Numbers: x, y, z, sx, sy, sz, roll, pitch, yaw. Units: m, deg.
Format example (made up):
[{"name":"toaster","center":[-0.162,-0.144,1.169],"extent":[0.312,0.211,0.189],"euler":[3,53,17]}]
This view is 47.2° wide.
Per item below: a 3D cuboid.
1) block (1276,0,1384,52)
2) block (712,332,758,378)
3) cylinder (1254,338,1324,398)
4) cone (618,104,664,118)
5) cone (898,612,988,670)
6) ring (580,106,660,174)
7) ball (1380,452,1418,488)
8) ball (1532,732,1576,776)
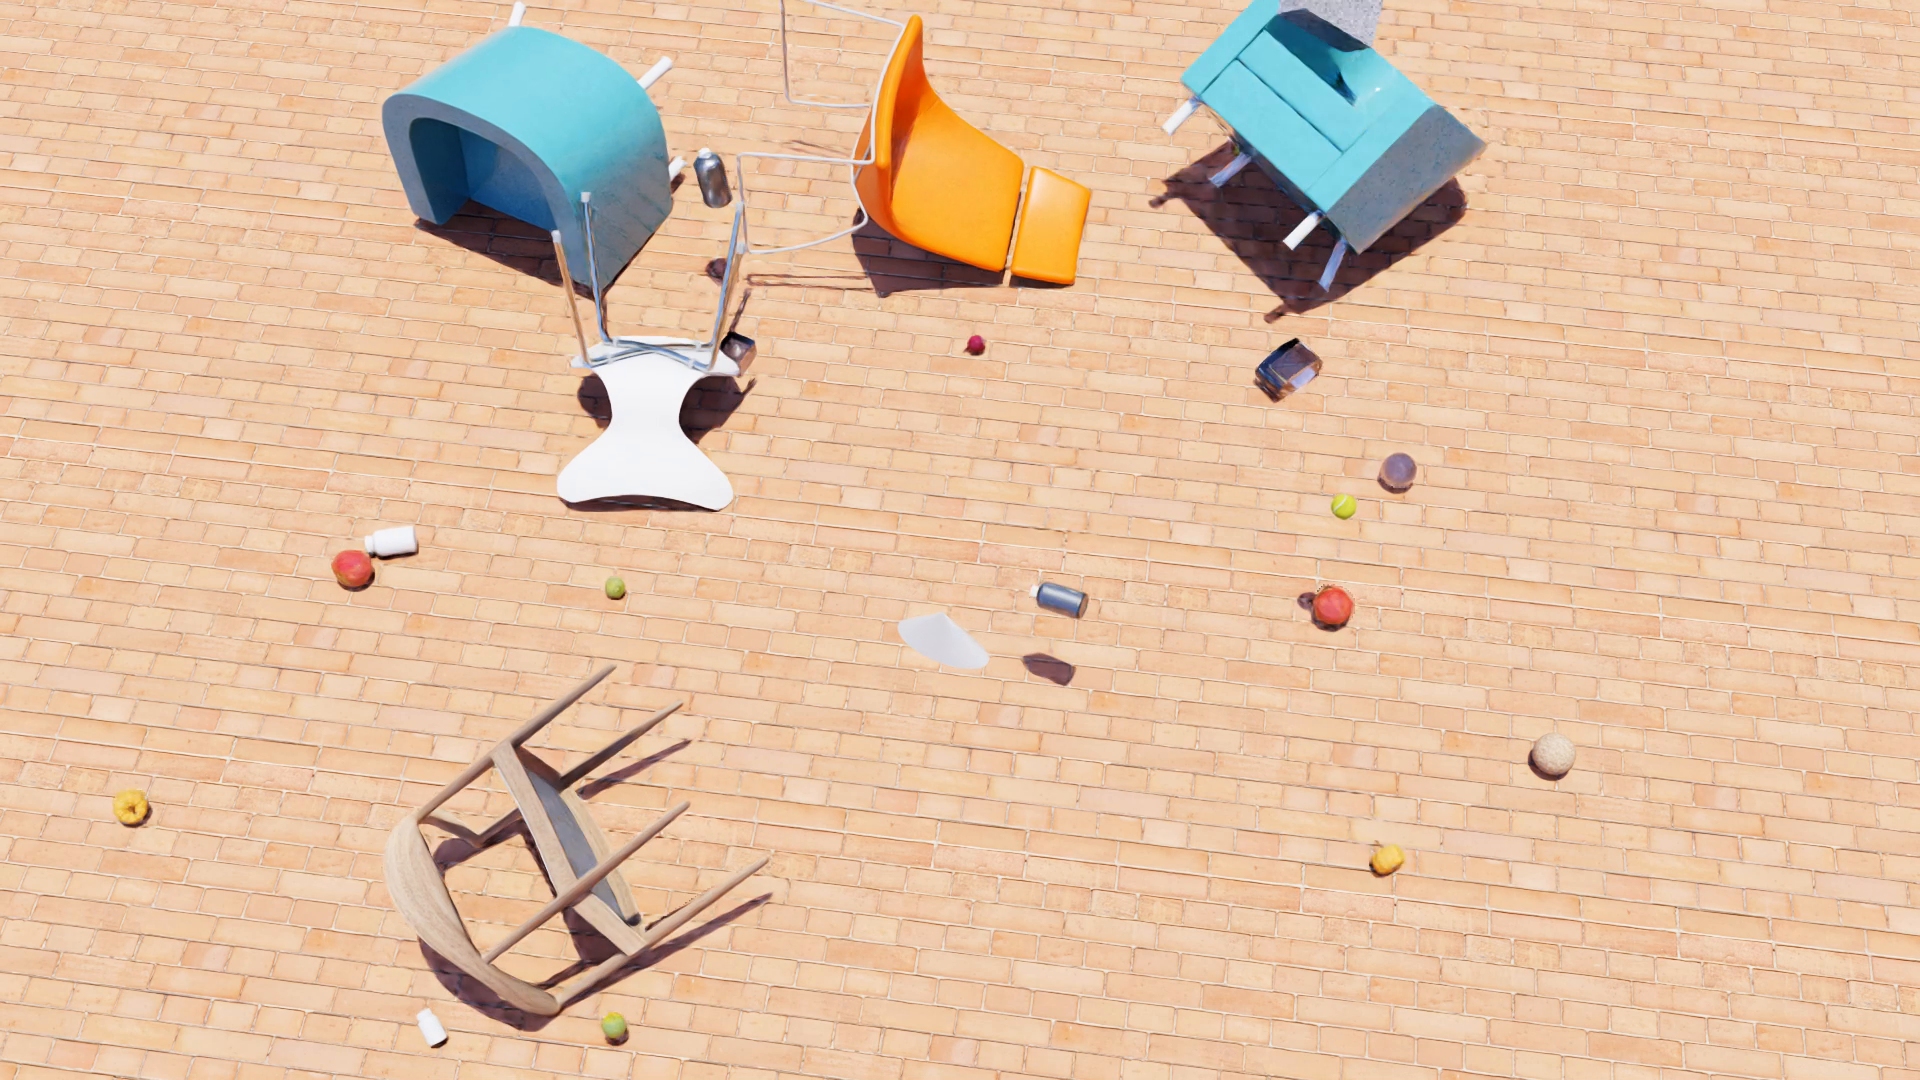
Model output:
[{"name":"block","center":[1.148,-1.661,6.780],"extent":[0.295,0.125,0.198],"euler":[20,82,-33]},{"name":"block","center":[-0.708,-0.584,6.922],"extent":[0.093,0.072,0.106],"euler":[22,59,14]},{"name":"cylinder","center":[1.028,-0.537,6.871],"extent":[0.187,0.103,0.108],"euler":[-35,63,-12]},{"name":"cone","center":[-1.083,-1.449,7.496],"extent":[0.228,0.193,0.095],"euler":[-33,85,-45]},{"name":"cone","center":[-0.049,0.251,6.303],"extent":[0.291,0.170,0.128],"euler":[23,59,15]},{"name":"ring","center":[-1.135,-1.335,7.341],"extent":[0.297,0.225,0.090],"euler":[-9,17,24]},{"name":"ball","center":[1.328,-0.211,6.650],"extent":[0.109,0.109,0.109],"euler":[0,56,0]},{"name":"ball","center":[1.650,0.593,6.105],"extent":[0.118,0.118,0.118],"euler":[0,56,0]}]
